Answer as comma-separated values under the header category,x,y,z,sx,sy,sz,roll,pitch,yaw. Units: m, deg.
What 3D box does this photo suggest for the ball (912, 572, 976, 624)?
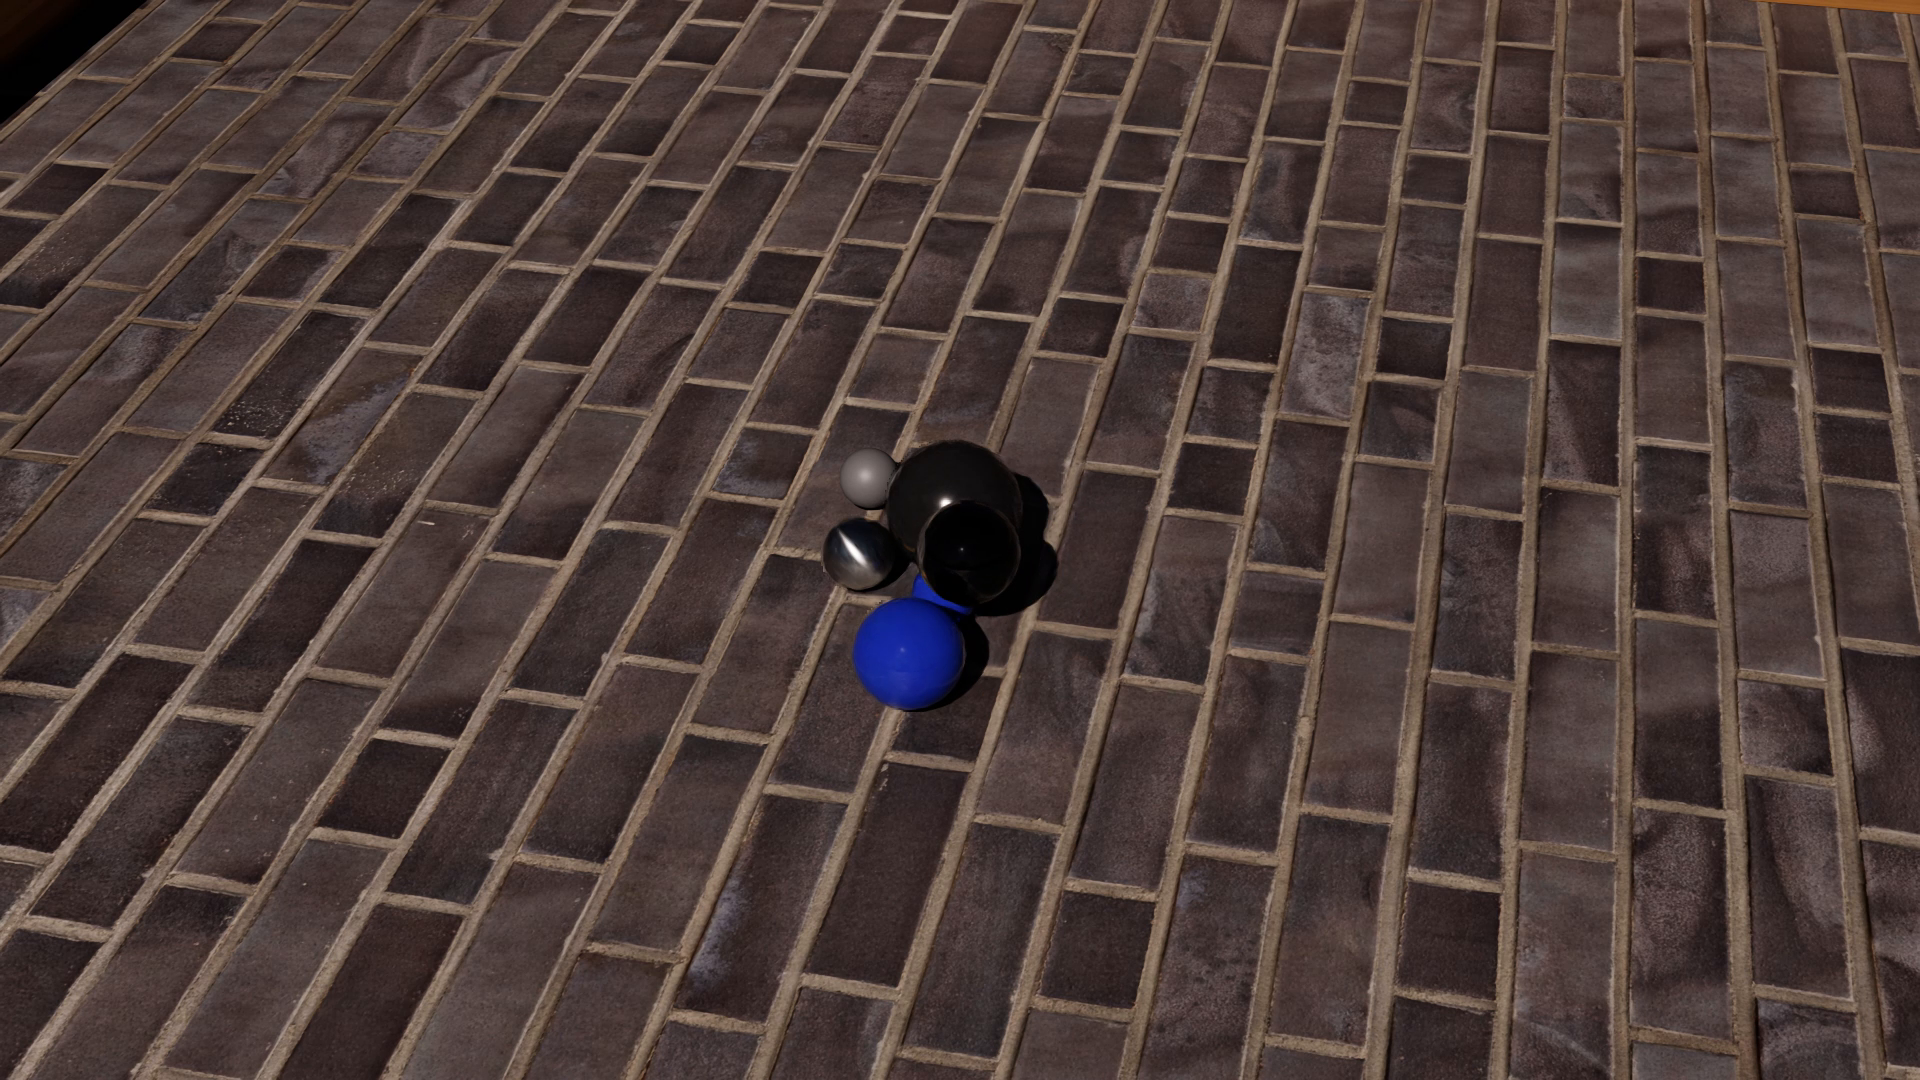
category,x,y,z,sx,sy,sz,roll,pitch,yaw
ball,-0.011,0.036,1.747,0.045,0.045,0.045,0,35,0

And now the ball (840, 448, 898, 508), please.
category,x,y,z,sx,sy,sz,roll,pitch,yaw
ball,-0.066,-0.045,1.864,0.044,0.044,0.044,0,35,0

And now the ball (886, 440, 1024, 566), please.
category,x,y,z,sx,sy,sz,roll,pitch,yaw
ball,-0.004,-0.022,1.786,0.096,0.096,0.096,0,35,0

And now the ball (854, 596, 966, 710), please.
category,x,y,z,sx,sy,sz,roll,pitch,yaw
ball,-0.033,0.074,1.669,0.074,0.074,0.074,0,35,0

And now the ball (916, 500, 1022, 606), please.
category,x,y,z,sx,sy,sz,roll,pitch,yaw
ball,0.005,0.008,1.700,0.070,0.070,0.070,0,35,0

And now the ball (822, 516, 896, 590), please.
category,x,y,z,sx,sy,sz,roll,pitch,yaw
ball,-0.070,0.009,1.781,0.051,0.051,0.051,0,35,0
